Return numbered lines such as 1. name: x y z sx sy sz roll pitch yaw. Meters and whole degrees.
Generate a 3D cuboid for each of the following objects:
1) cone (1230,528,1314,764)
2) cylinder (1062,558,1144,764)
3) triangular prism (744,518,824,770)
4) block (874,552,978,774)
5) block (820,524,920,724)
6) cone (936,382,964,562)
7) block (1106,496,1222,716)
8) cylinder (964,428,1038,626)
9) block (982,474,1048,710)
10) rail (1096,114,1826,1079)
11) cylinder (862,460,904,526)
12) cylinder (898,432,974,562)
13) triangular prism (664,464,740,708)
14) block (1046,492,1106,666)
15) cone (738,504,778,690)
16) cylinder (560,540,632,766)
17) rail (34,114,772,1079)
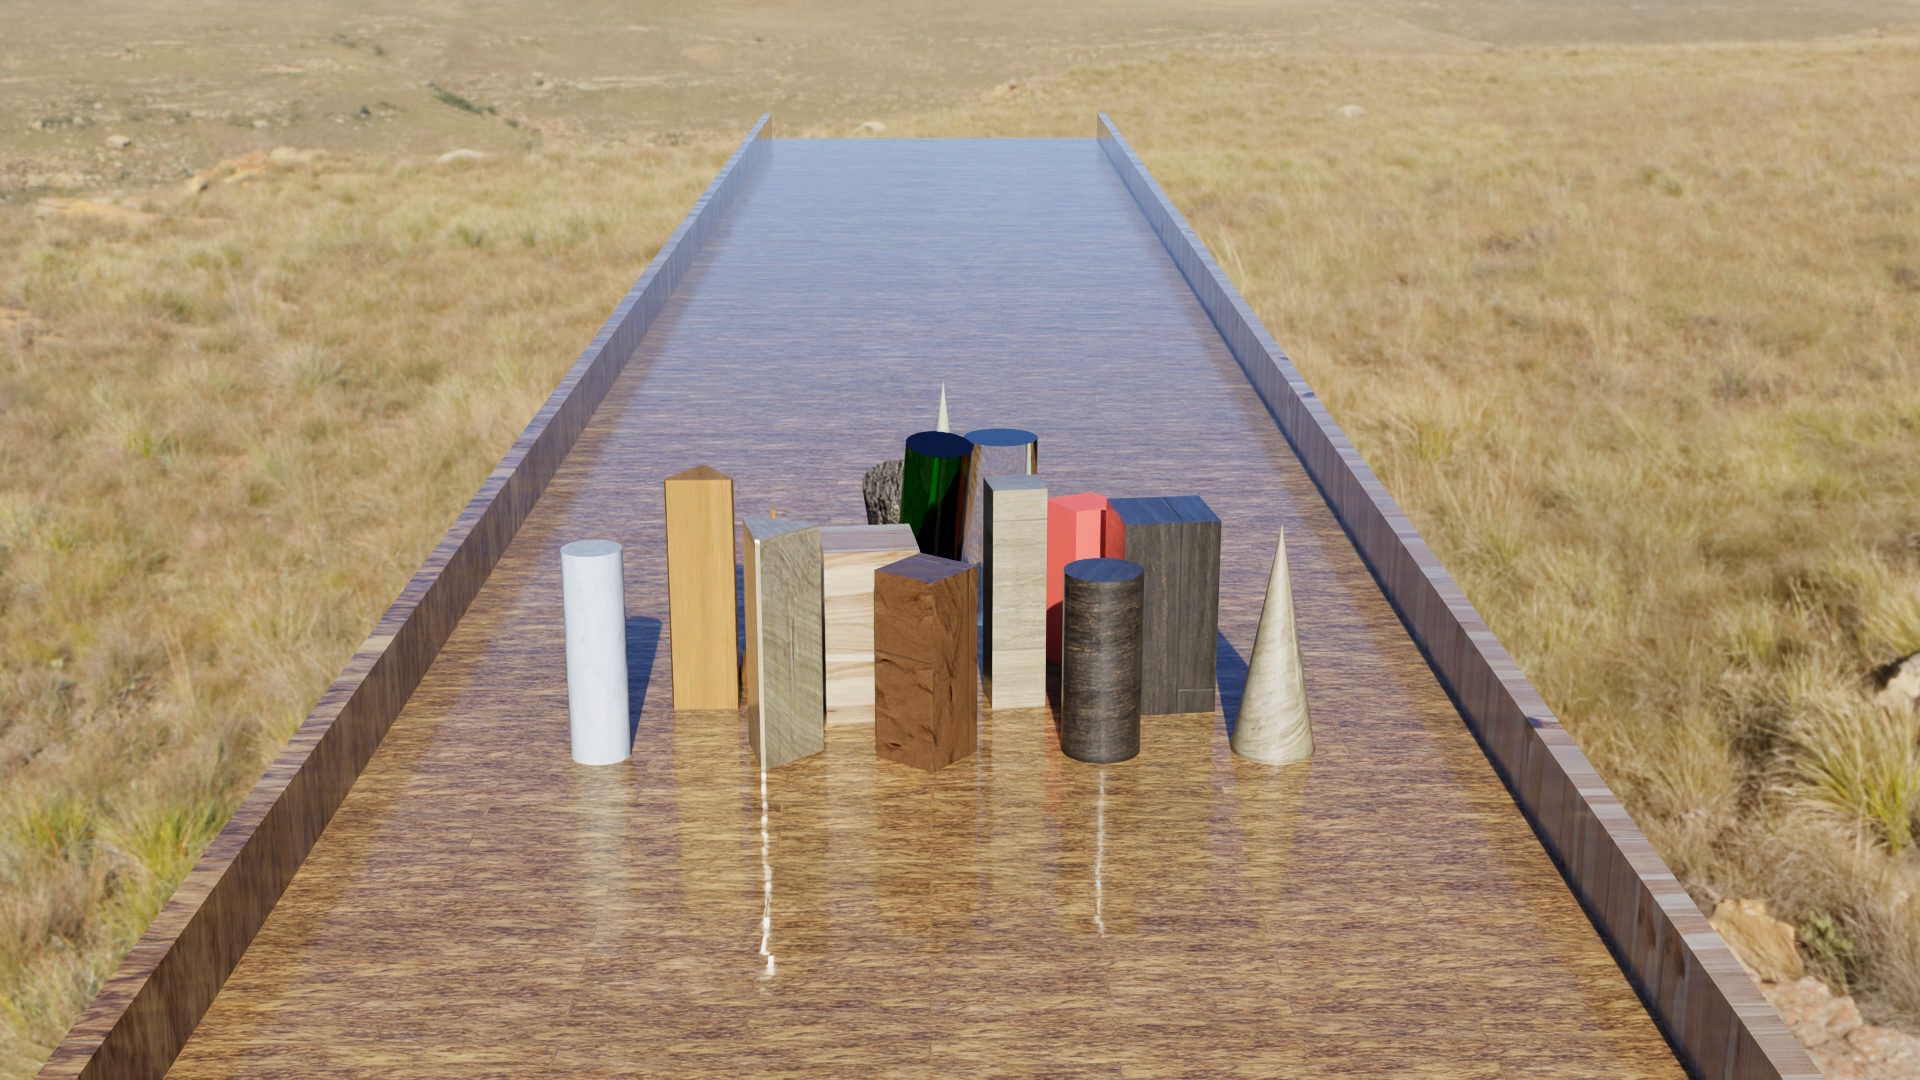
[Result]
1. cone: 0.563 0.173 3.903 0.152 0.423 0.152 0 17 0
2. cylinder: 0.253 0.214 3.913 0.142 0.338 0.142 0 17 0
3. triangular prism: -0.338 0.176 3.894 0.141 0.423 0.122 -16 23 -42
4. block: -0.059 0.216 3.890 0.129 0.349 0.129 12 21 36
5. block: -0.171 0.156 4.121 0.175 0.332 0.175 -2 17 -7
6. cone: -0.037 -0.129 4.855 0.117 0.459 0.117 0 17 0
7. block: 0.379 0.123 4.160 0.179 0.373 0.179 -2 17 -7
8. cylinder: 0.084 -0.025 4.623 0.155 0.393 0.155 0 17 0
9. block: 0.103 0.098 4.148 0.102 0.427 0.102 -3 17 -9
10. rail: 0.932 -0.844 7.801 0.050 0.150 12.000 0 17 -1
11. cylinder: -0.109 0.018 4.500 0.139 0.353 0.139 -5 38 4
12. cylinder: -0.059 0.020 4.338 0.131 0.453 0.131 5 25 -2
13. triangular prism: -0.481 0.088 4.145 0.125 0.447 0.108 -1 17 -2
14. block: 0.244 0.084 4.365 0.110 0.331 0.110 -10 19 -29
15. cone: -0.351 0.099 4.208 0.164 0.371 0.164 0 25 0
16. cylinder: -0.642 0.199 3.885 0.107 0.384 0.107 0 17 0
17. rail: -1.118 -0.838 7.780 0.050 0.150 12.000 0 17 -1
